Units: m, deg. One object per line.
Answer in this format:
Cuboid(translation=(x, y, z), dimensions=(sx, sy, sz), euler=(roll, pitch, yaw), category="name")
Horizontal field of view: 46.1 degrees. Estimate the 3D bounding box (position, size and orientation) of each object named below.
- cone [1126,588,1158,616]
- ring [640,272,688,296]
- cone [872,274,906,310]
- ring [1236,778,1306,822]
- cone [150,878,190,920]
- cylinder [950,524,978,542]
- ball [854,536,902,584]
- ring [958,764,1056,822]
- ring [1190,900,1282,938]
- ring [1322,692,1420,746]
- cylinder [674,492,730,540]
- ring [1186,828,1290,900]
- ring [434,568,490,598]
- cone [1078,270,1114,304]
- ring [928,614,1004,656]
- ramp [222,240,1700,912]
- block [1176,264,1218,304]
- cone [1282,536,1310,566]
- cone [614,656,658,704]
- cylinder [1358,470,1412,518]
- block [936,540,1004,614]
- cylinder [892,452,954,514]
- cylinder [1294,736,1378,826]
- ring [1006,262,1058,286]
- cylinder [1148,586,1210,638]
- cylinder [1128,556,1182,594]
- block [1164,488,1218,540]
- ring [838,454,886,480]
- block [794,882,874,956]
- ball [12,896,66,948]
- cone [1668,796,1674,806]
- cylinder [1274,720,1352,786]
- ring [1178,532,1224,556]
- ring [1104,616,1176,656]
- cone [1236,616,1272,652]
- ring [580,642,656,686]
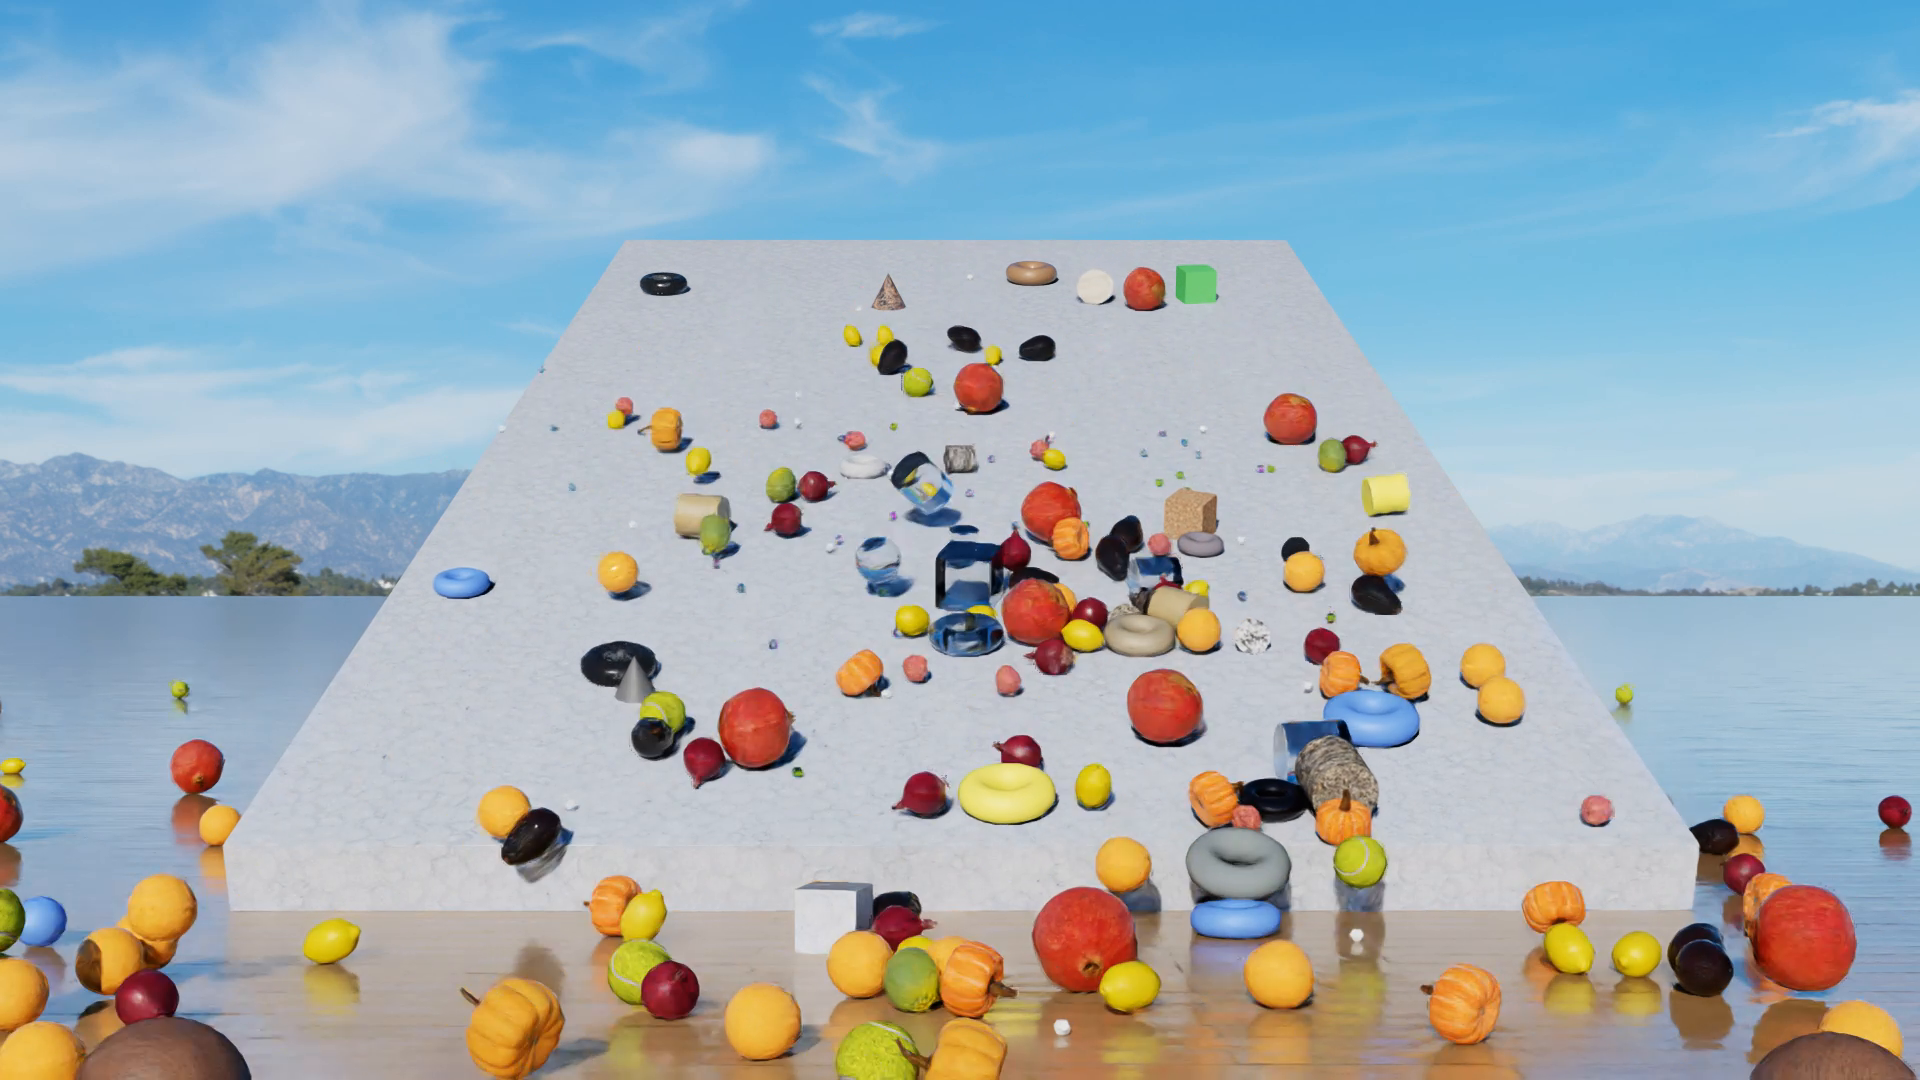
Cuboid(translation=(0.308, 0.104, 3.826), dimensions=(0.070, 0.070, 0.070), euler=(1, 16, -45), category="cone")
Cuboid(translation=(-0.810, -0.700, 6.166), dimensions=(0.131, 0.044, 0.131), euler=(1, 20, 0), category="ring")
Cuboid(translation=(-0.190, -0.665, 5.995), dimensions=(0.092, 0.092, 0.092), euler=(0, 19, 0), category="cone")
Cuboid(translation=(0.435, 0.363, 3.151), dimensions=(0.098, 0.033, 0.098), euler=(-1, 19, 0), category="ring")
Cuboid(translation=(-1.062, 0.480, 3.035), dimensions=(0.053, 0.053, 0.053), euler=(0, -1, 0), category="cone")
Cuboid(translation=(0.008, 0.006, 4.135), dimensions=(0.054, 0.054, 0.054), euler=(0, 19, 0), category="cylinder")
Cuboid(translation=(-0.141, 0.034, 3.902), dimensions=(0.081, 0.081, 0.081), euler=(0, -1, 0), category="ball")
Cuboid(translation=(0.066, 0.354, 3.155), dimensions=(0.138, 0.046, 0.138), euler=(-1, 19, 0), category="ring")
Cuboid(translation=(0.352, 0.484, 2.881), dimensions=(0.116, 0.039, 0.116), euler=(-1, -2, 0), category="ring")
Cuboid(translation=(0.619, 0.268, 3.398), dimensions=(0.145, 0.048, 0.145), euler=(0, 18, 0), category="ring")
Cuboid(translation=(-0.483, -0.045, 4.229), dimensions=(0.082, 0.082, 0.082), euler=(6, 0, 13), category="cylinder")
Cuboid(translation=(0.368, 0.428, 2.983), dimensions=(0.139, 0.046, 0.139), euler=(1, 26, 0), category="ring")
Cuboid(translation=(-0.875, 0.075, 3.967), dimensions=(0.097, 0.032, 0.097), euler=(1, 18, 0), category="ring")
Cuboid(translation=(0.369, -0.672, 6.089), dimensions=(0.096, 0.096, 0.096), euler=(0, -8, 9), category="cone")
Cuboid(translation=(0.010, 0.155, 3.728), dimensions=(0.124, 0.041, 0.124), euler=(-1, 20, 0), category="ring")
Cuboid(translation=(-0.004, -0.200, 4.958), dimensions=(2.000, 0.100, 4.000), euler=(0, 19, 0), category="ramp")
Cuboid(translation=(0.636, -0.689, 6.074), dimensions=(0.087, 0.087, 0.087), euler=(-4, 20, -11), category="block")
Cuboid(translation=(0.625, 0.026, 4.124), dimensions=(0.056, 0.056, 0.056), euler=(-1, -12, 34), category="cone")
Cuboid(translation=(-0.508, 0.211, 3.528), dimensions=(0.067, 0.067, 0.067), euler=(0, 19, 0), category="cone")
Cuboid(translation=(0.824, -0.089, 4.371), dimensions=(0.073, 0.073, 0.073), euler=(-21, 4, -14), category="cylinder")
Cuboid(translation=(0.017, 0.064, 3.908), dimensions=(0.095, 0.095, 0.095), euler=(5, 20, 15), category="block")
Cuboid(translation=(-0.071, -0.107, 4.246), dimensions=(0.085, 0.085, 0.085), euler=(-1, -35, 41), category="cylinder")
Cuboid(translation=(0.523, 0.334, 3.139), dimensions=(0.094, 0.094, 0.094), euler=(0, 19, -7), category="cylinder")
Cuboid(translation=(0.199, -0.744, 6.290), dimensions=(0.144, 0.048, 0.144), euler=(1, 19, 0), category="ring")
Cuboid(translation=(0.367, 0.120, 3.780), dimensions=(0.074, 0.074, 0.074), euler=(16, 9, 38), category="cylinder")
Cuboid(translation=(0.339, 0.068, 3.925), dimensions=(0.076, 0.076, 0.076), euler=(-3, -1, -13), category="cylinder")
Cuboid(translation=(0.434, -0.045, 4.249), dimensions=(0.076, 0.076, 0.076), euler=(9, 21, 25), category="block")
Cuboid(translation=(-0.199, -0.150, 4.613), dimensions=(0.098, 0.033, 0.098), euler=(1, 21, 0), category="ring")
Cuboid(translation=(-0.154, 0.462, 2.759), dimensions=(0.077, 0.077, 0.077), euler=(0, -1, 14), category="block")
Cuboid(translation=(-1.132, 0.470, 2.776), dimensions=(0.062, 0.062, 0.062), euler=(0, -1, 0), category="ball")
Cuboid(translation=(1.286, 0.511, 4.082), dimensions=(0.071, 0.071, 0.071), euler=(1, 29, -34), category="cone")
Cuboid(translation=(0.504, 0.305, 3.226), dimensions=(0.092, 0.092, 0.092), euler=(-2, -1, -6), category="cylinder")
Cuboid(translation=(0.445, 0.008, 4.170), dimensions=(0.086, 0.029, 0.086), euler=(1, 19, 0), category="ring")
Cuboid(translation=(0.297, 0.158, 3.725), dimensions=(0.120, 0.040, 0.120), euler=(1, 21, 0), category="ring")
Cuboid(translation=(0.477, 0.162, 3.732), dimensions=(0.060, 0.060, 0.060), euler=(0, -16, -12), category="cone")
Cuboid(translation=(-0.545, 0.198, 3.605), dimensions=(0.121, 0.040, 0.121), euler=(0, 21, 0), category="ring")
